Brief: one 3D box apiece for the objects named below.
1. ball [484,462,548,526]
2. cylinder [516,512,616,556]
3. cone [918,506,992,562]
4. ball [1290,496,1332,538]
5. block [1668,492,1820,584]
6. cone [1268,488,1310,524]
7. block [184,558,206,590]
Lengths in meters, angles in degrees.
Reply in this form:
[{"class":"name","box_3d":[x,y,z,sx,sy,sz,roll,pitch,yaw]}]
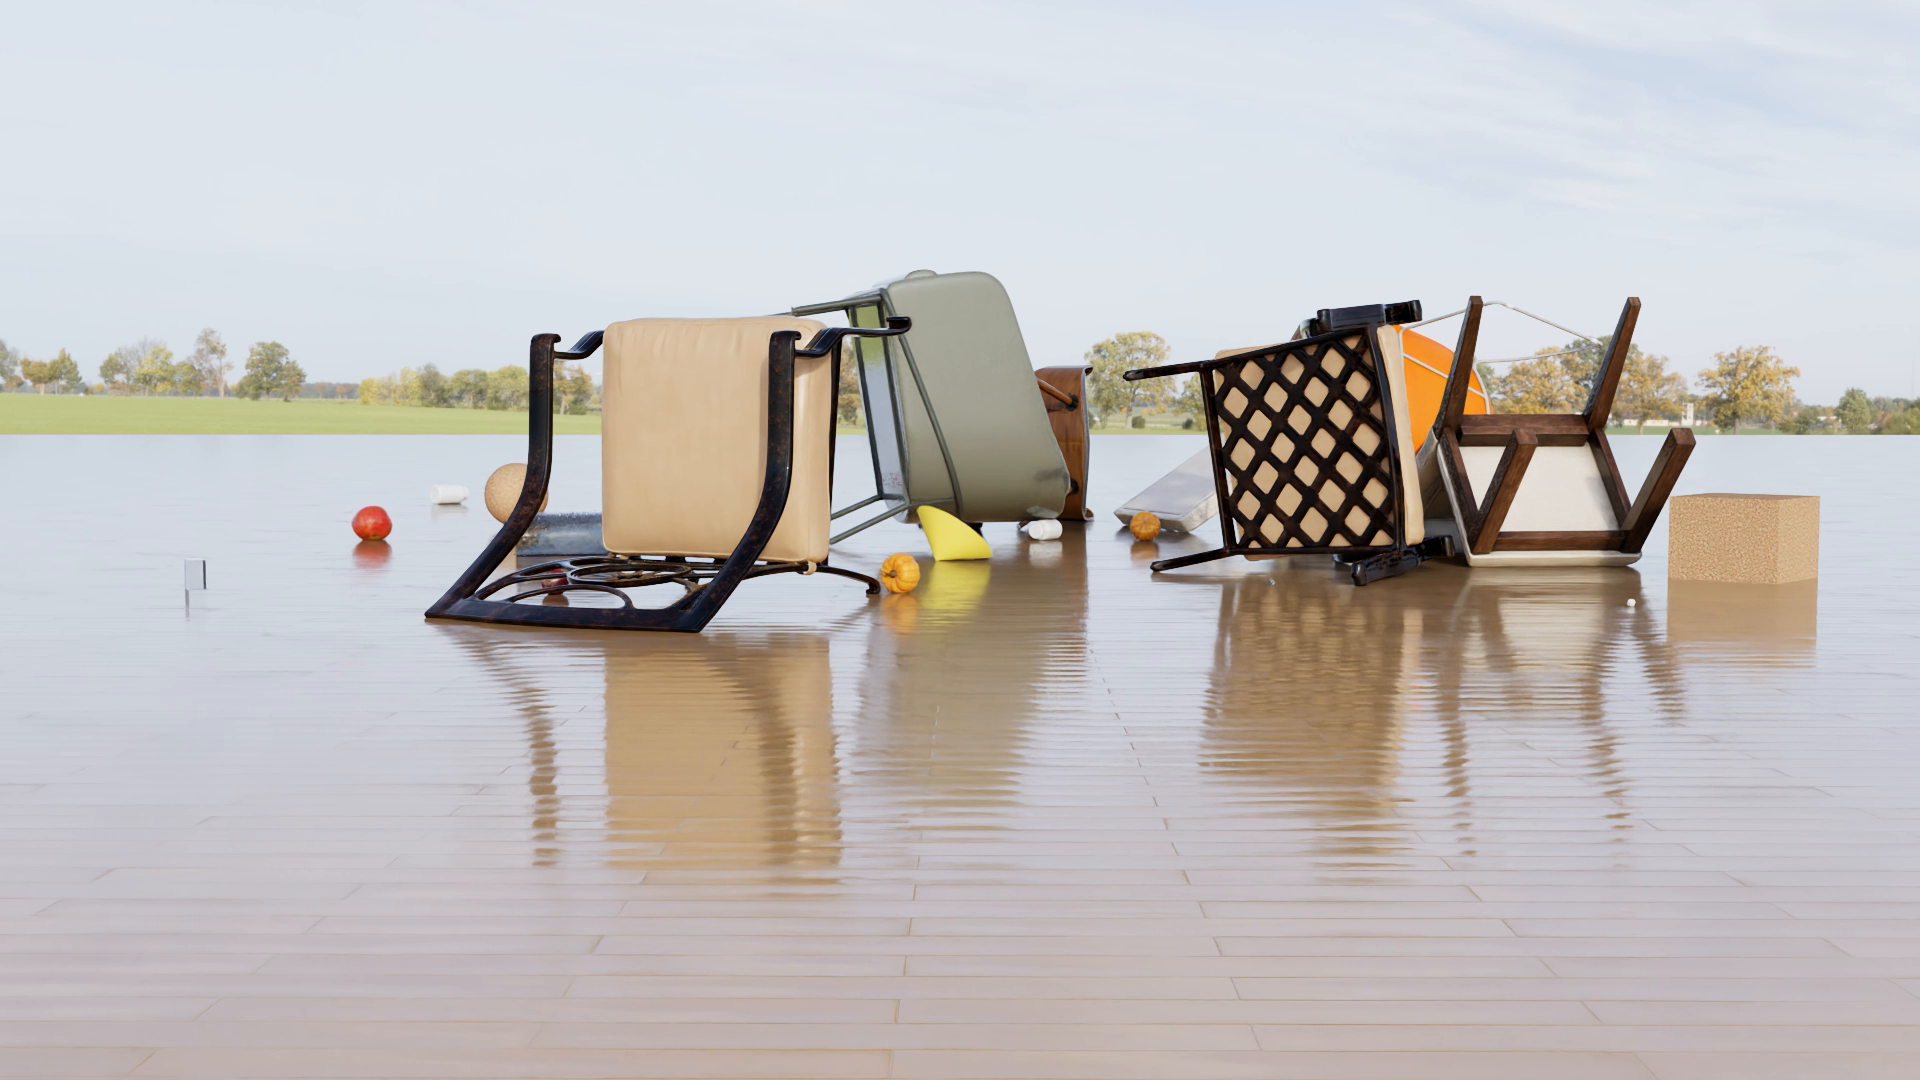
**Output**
[{"class":"ball","box_3d":[-1.449,-0.148,7.182,0.209,0.209,0.209,0,4,0]},{"class":"cylinder","box_3d":[-1.068,-0.017,5.954,0.262,0.116,0.206,-1,5,-10]},{"class":"cone","box_3d":[-0.039,0.018,5.755,0.233,0.094,0.223,43,-20,-28]},{"class":"ball","box_3d":[1.059,-0.071,6.638,0.129,0.129,0.129,0,4,0]},{"class":"block","box_3d":[1.867,-0.007,5.237,0.262,0.194,0.255,3,5,41]},{"class":"cone","box_3d":[1.070,-0.083,7.310,0.188,0.127,0.179,10,-21,-24]},{"class":"block","box_3d":[-1.719,0.076,4.941,0.037,0.067,0.071,-2,4,-27]}]
